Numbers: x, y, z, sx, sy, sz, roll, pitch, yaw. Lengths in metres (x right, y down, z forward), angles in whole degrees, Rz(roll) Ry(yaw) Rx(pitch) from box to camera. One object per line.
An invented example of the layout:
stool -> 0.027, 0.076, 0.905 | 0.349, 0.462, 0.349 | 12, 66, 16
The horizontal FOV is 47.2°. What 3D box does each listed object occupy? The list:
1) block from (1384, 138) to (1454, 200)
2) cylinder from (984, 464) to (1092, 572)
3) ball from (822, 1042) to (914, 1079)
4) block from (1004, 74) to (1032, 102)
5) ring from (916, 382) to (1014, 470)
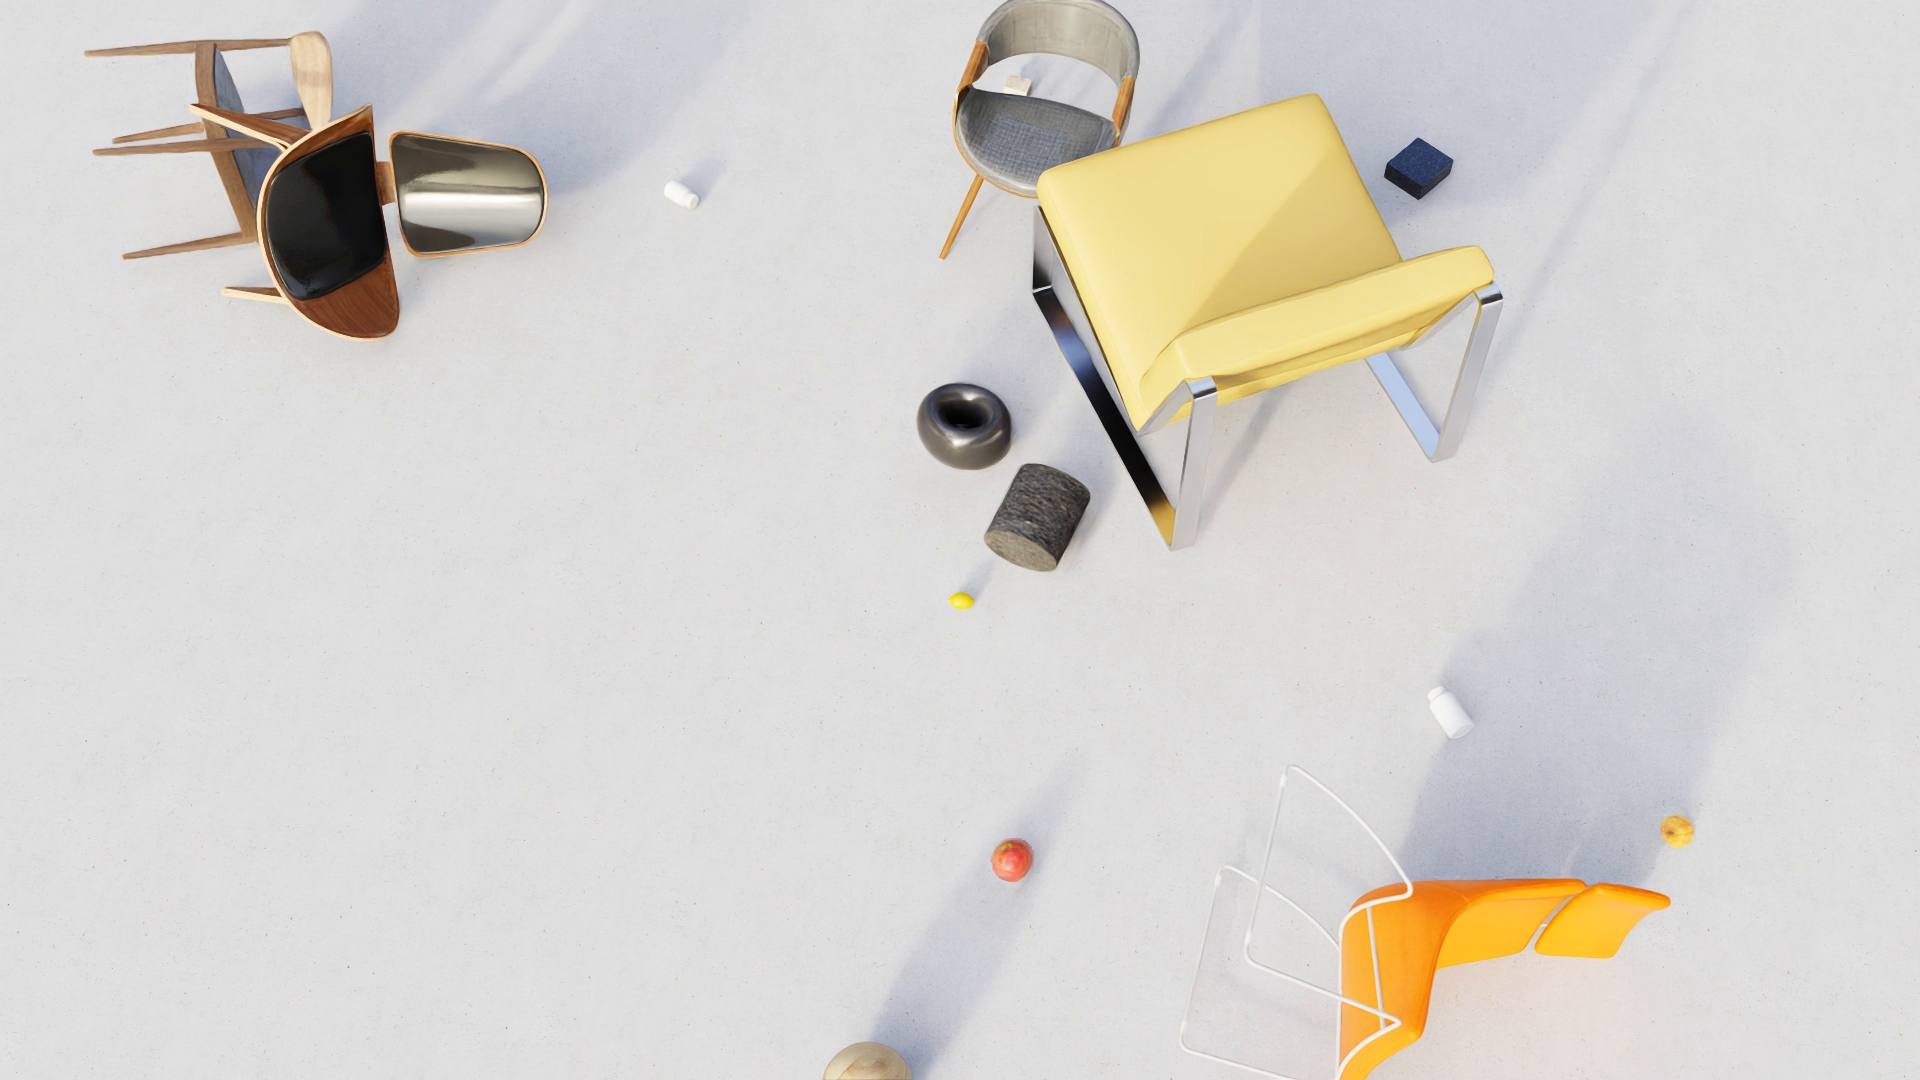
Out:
block -> 1.536, -1.245, 7.368 | 0.150, 0.068, 0.169 | 39, 65, 23
cylinder -> 0.231, -0.066, 6.521 | 0.235, 0.161, 0.265 | 22, 59, 11
ball -> -0.231, 1.376, 5.509 | 0.234, 0.234, 0.234 | 0, 56, 0
block -> 0.200, -1.560, 7.593 | 0.083, 0.046, 0.063 | 17, 58, 11
ring -> 0.015, -0.347, 6.706 | 0.311, 0.169, 0.265 | 23, 57, 17
